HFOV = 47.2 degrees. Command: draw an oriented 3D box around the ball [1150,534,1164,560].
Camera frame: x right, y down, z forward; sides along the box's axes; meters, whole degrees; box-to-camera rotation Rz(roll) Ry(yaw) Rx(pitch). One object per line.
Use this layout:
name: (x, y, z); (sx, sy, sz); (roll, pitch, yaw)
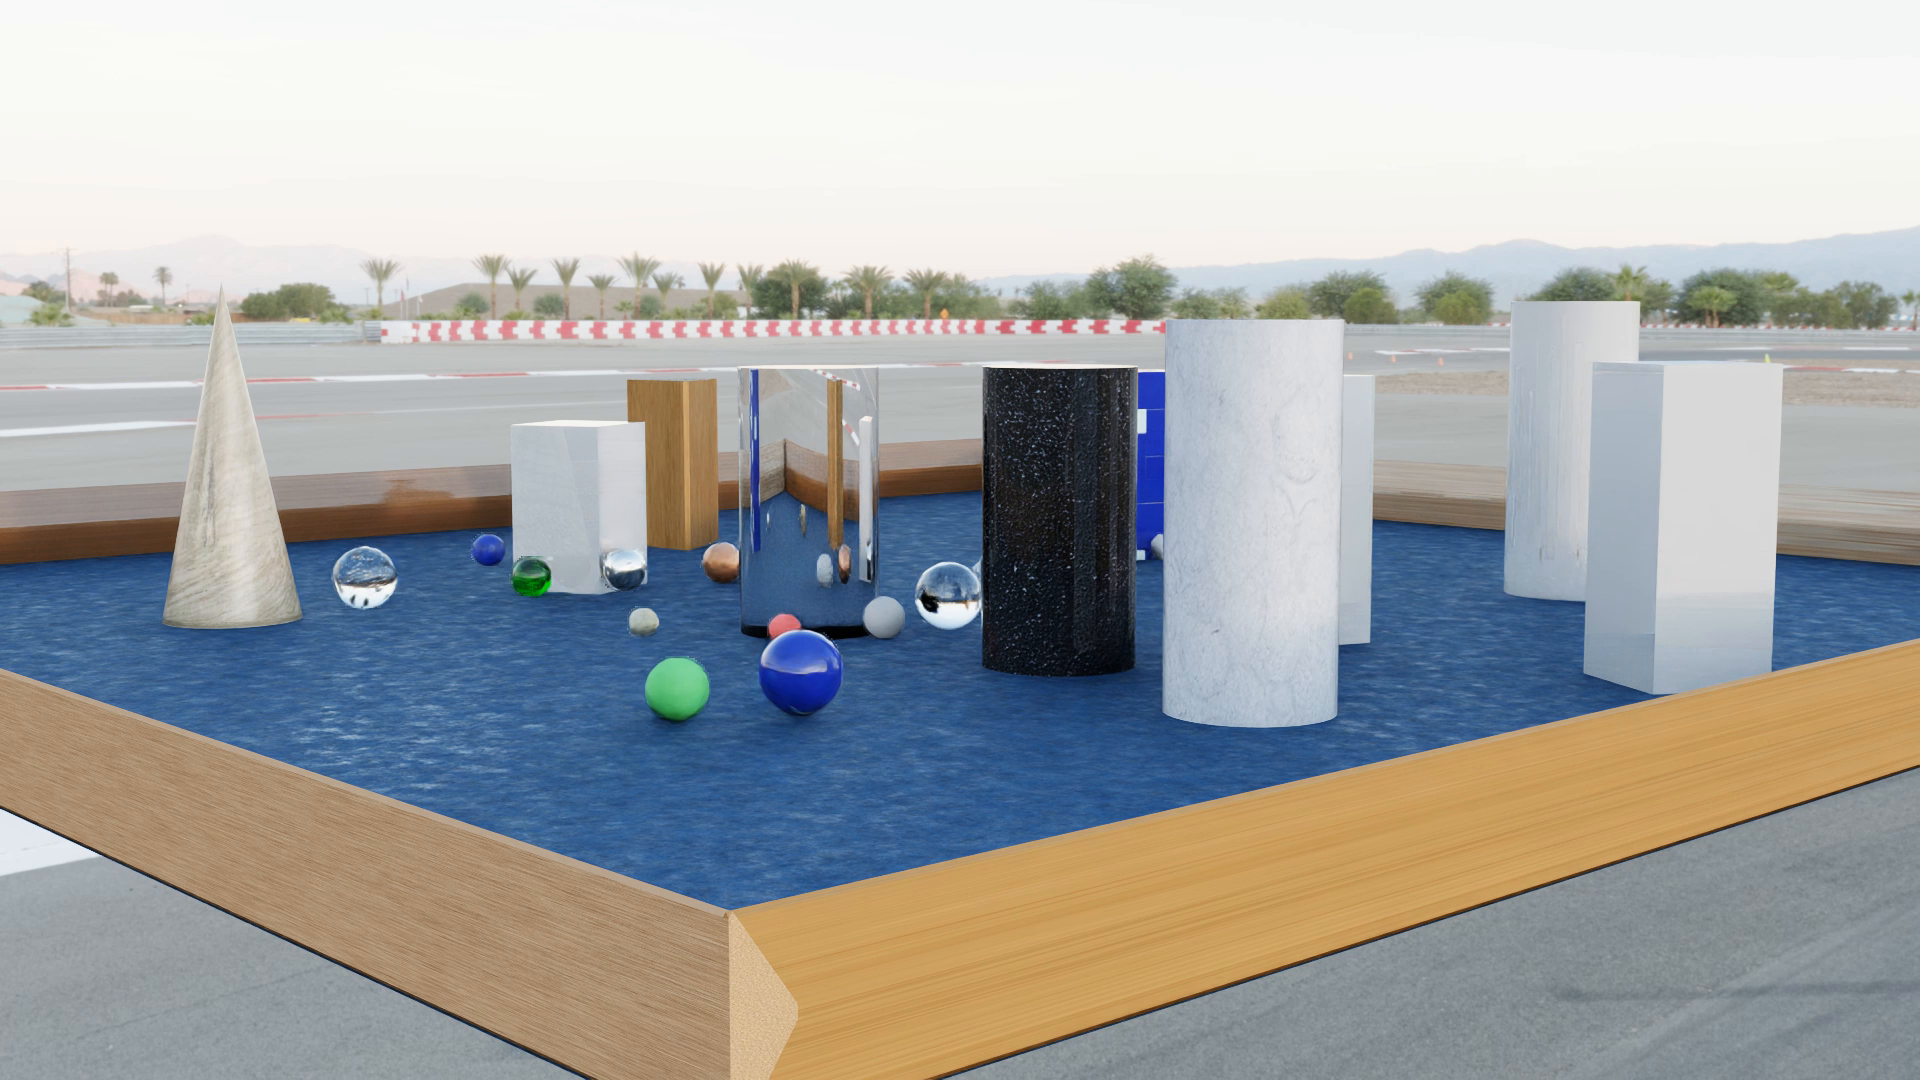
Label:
ball: (0.363, 0.012, 3.915); (0.048, 0.048, 0.048); (0, 6, 0)

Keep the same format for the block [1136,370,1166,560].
block: (0.324, -0.140, 3.995); (0.155, 0.334, 0.155); (-4, 7, -30)

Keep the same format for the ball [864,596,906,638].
ball: (-0.102, 0.105, 2.981); (0.057, 0.057, 0.057); (0, 6, 0)

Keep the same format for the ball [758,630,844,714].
ball: (-0.175, 0.145, 2.421); (0.094, 0.094, 0.094); (0, 6, 0)

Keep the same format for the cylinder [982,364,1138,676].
cylinder: (0.124, -0.030, 2.750); (0.194, 0.374, 0.194); (0, 6, 0)

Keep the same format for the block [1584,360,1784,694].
block: (0.860, -0.020, 2.624); (0.155, 0.382, 0.155); (-2, 6, -14)

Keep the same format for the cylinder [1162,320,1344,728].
cylinder: (0.322, -0.025, 2.424); (0.194, 0.433, 0.194); (0, 6, 0)

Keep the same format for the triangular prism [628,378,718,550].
triangular prism: (-0.517, -0.148, 4.168); (0.168, 0.313, 0.146); (5, 8, 42)

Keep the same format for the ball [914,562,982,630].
ball: (-0.015, 0.078, 3.060); (0.095, 0.095, 0.095); (0, 6, 0)

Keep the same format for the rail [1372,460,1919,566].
rail: (1.134, -0.076, 4.373); (0.045, 0.126, 3.036); (-5, 8, -42)

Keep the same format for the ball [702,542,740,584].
ball: (-0.387, 0.037, 3.582); (0.067, 0.067, 0.067); (0, 6, 0)

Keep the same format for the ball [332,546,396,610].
ball: (-0.886, 0.057, 3.271); (0.093, 0.093, 0.093); (0, 6, 0)

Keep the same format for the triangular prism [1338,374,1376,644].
triangular prism: (0.444, -0.044, 2.964); (0.168, 0.357, 0.146); (-3, 7, -25)

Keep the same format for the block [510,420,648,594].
block: (-0.609, -0.056, 3.528); (0.155, 0.263, 0.155); (2, 6, 20)

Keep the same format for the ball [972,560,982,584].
ball: (0.054, 0.065, 3.239); (0.084, 0.084, 0.084); (0, 6, 0)

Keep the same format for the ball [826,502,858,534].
ball: (-0.235, -0.044, 4.367); (0.065, 0.065, 0.065); (0, 6, 0)

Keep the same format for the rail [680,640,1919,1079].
rail: (1.013, 0.147, 2.240); (3.133, 0.126, 0.045); (-5, 8, -42)

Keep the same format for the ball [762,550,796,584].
ball: (-0.295, 0.043, 3.577); (0.056, 0.056, 0.056); (0, 6, 0)

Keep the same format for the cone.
cone: (-1.049, -0.127, 3.147); (0.194, 0.484, 0.194); (0, 6, 0)

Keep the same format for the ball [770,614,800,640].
ball: (-0.233, 0.119, 2.928); (0.042, 0.042, 0.042); (0, 6, 0)

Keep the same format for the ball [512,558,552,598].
ball: (-0.664, 0.058, 3.412); (0.062, 0.062, 0.062); (0, 6, 0)

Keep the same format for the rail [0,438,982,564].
rail: (-1.013, -0.082, 4.424); (3.133, 0.126, 0.045); (-5, 8, -42)

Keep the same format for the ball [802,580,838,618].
ball: (-0.203, 0.086, 3.186); (0.053, 0.053, 0.053); (0, 6, 0)

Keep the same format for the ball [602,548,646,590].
ball: (-0.525, 0.045, 3.443); (0.068, 0.068, 0.068); (0, 6, 0)

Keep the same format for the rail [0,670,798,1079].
rail: (-1.134, 0.142, 2.291); (0.045, 0.126, 3.036); (-5, 8, -42)

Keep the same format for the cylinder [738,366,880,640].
cylinder: (-0.209, -0.056, 3.043); (0.194, 0.366, 0.194); (0, 6, 0)

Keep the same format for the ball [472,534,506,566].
ball: (-0.818, 0.018, 3.818); (0.057, 0.057, 0.057); (0, 6, 0)

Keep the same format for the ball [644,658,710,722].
ball: (-0.306, 0.162, 2.380); (0.070, 0.070, 0.070); (0, 6, 0)

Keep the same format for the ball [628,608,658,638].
ball: (-0.430, 0.112, 2.993); (0.041, 0.041, 0.041); (0, 6, 0)

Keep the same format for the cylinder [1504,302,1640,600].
cylinder: (0.957, -0.144, 3.442); (0.194, 0.456, 0.194); (0, 6, 0)
